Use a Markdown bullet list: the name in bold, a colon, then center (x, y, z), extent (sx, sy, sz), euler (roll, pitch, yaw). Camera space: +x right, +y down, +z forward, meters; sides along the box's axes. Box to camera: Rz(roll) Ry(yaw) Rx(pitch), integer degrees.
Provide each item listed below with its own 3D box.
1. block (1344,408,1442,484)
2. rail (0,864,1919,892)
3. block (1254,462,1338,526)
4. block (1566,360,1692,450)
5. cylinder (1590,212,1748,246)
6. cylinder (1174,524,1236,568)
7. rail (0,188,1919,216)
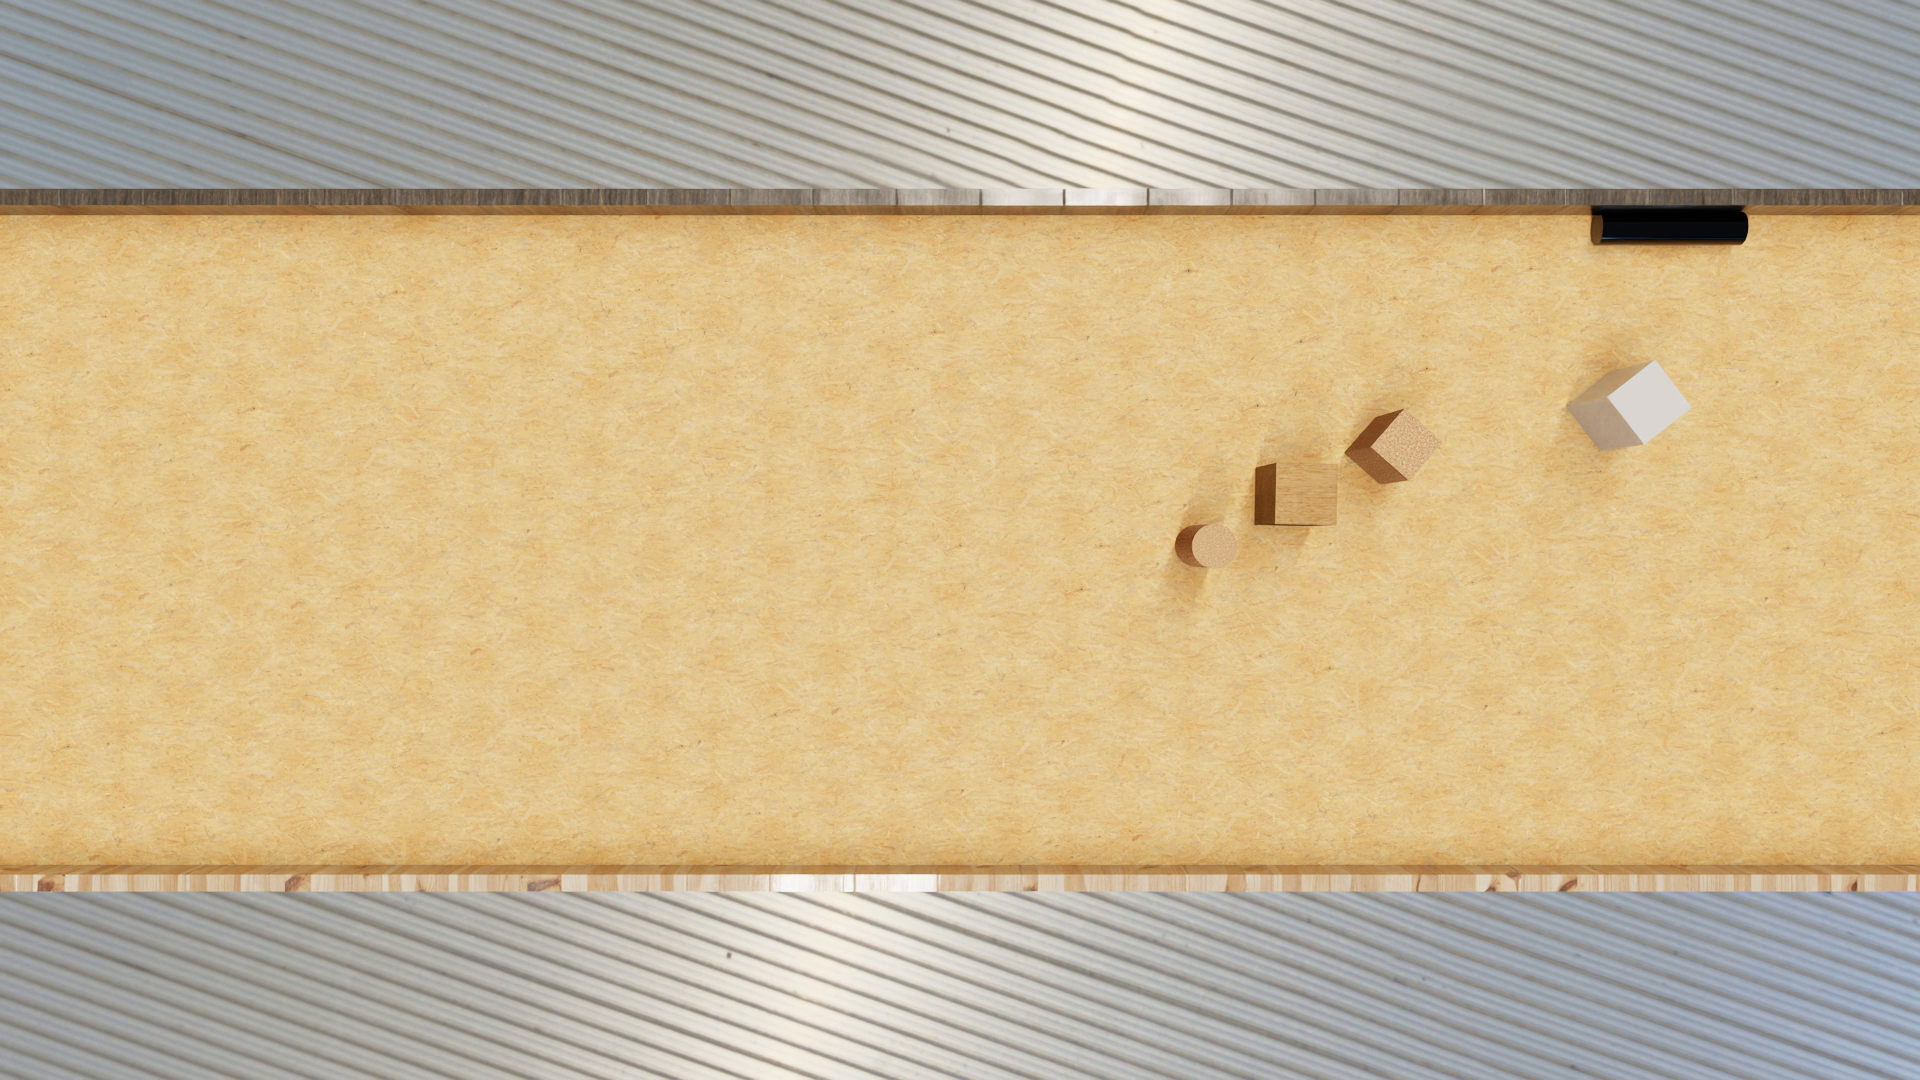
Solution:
- **block**: center (1.286, -0.275, 4.910), extent (0.147, 0.332, 0.147), euler (41, 90, 0)
- **rail**: center (-2.247, 1.025, 5.001), extent (12.000, 0.150, 0.050), euler (0, 90, 0)
- **block**: center (0.996, -0.132, 4.909), extent (0.177, 0.336, 0.177), euler (1, 90, 0)
- **block**: center (1.986, -0.397, 4.912), extent (0.174, 0.329, 0.174), euler (-38, 90, 0)
- **cylinder**: center (2.160, -0.949, 5.026), extent (0.439, 0.101, 0.101), euler (0, 90, 0)
- **cylinder**: center (0.725, 0.018, 4.887), extent (0.128, 0.379, 0.128), euler (0, 90, 0)
- **rail**: center (-2.247, -1.025, 5.002), extent (12.000, 0.150, 0.050), euler (0, 90, 0)
